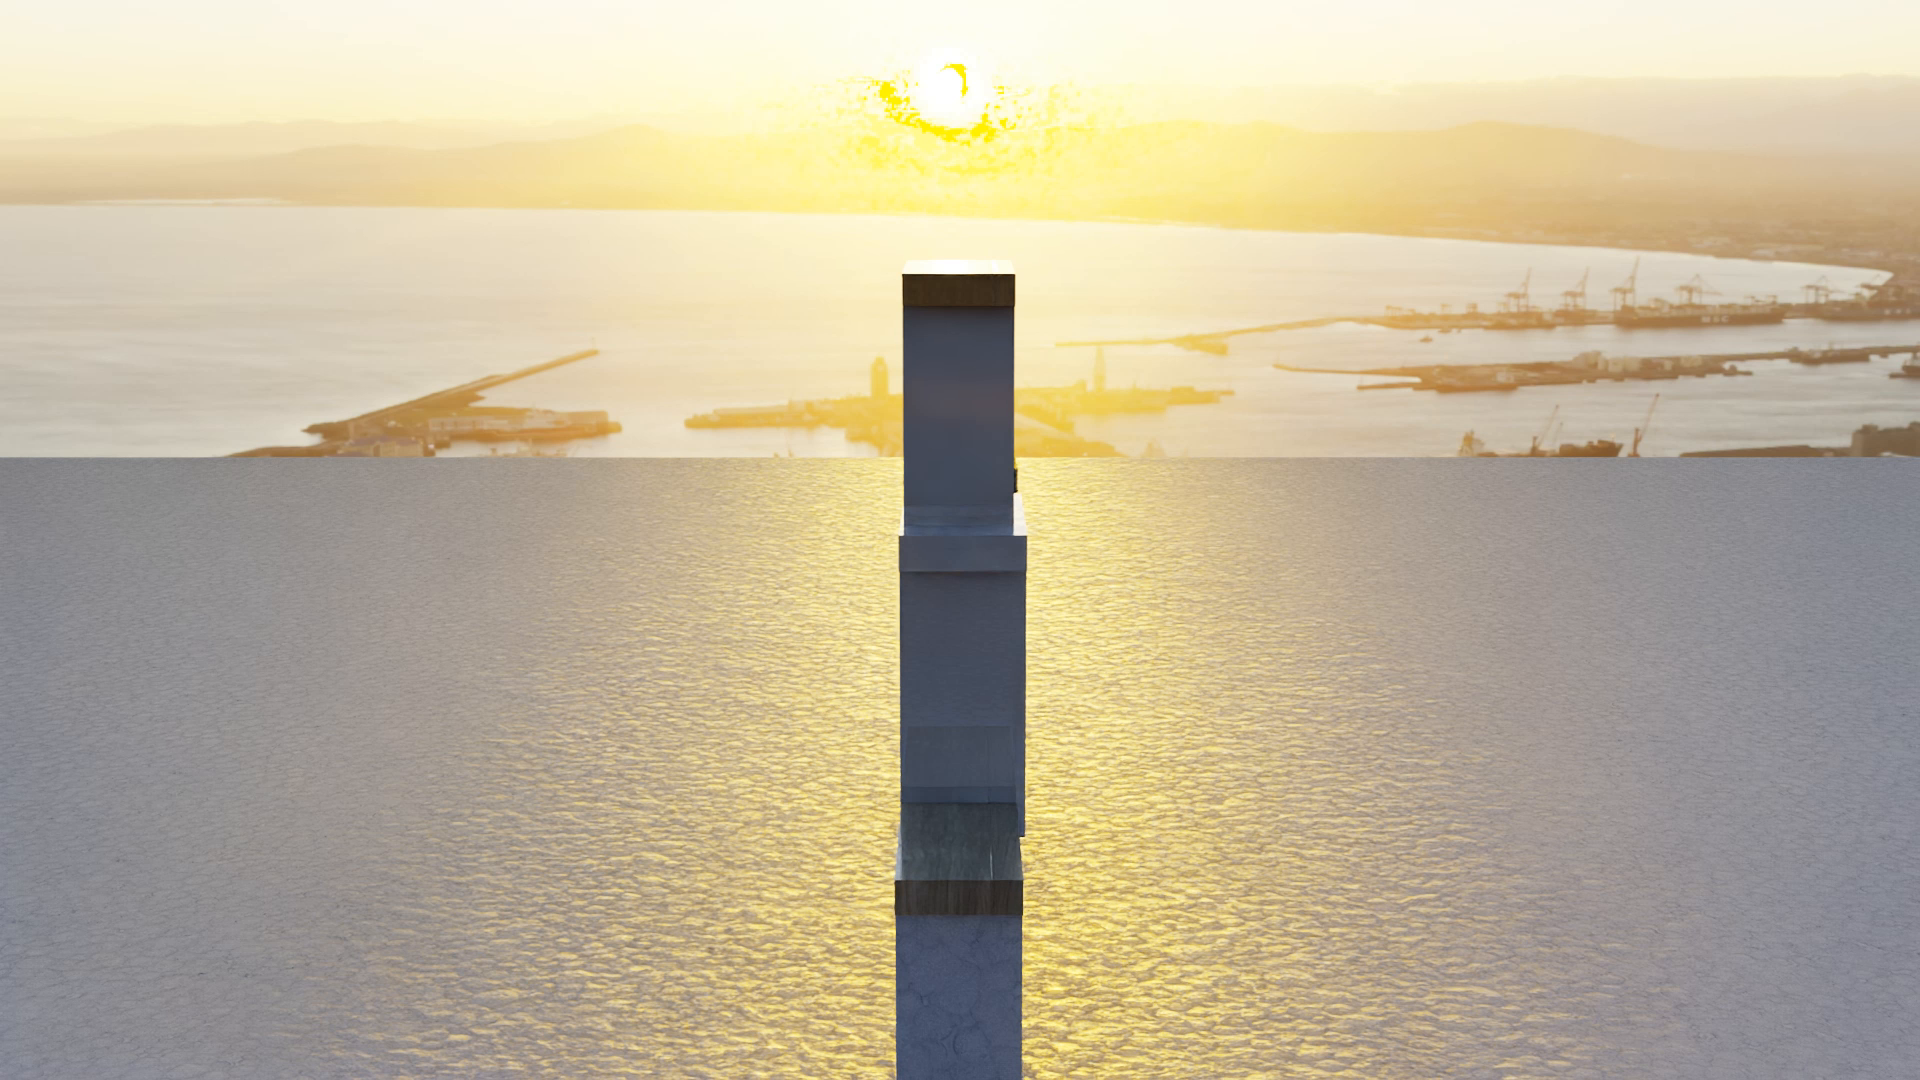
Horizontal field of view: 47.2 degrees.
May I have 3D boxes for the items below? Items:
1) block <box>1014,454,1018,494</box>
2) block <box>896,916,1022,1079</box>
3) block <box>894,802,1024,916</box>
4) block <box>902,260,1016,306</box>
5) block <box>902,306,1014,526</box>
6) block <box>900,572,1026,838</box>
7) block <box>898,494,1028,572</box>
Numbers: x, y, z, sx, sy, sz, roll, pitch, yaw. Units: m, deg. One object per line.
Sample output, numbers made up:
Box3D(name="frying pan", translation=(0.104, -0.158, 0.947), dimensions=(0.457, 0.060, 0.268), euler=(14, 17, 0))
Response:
Box3D(name="block", translation=(0.001, -0.119, 3.624), dimensions=(0.177, 0.050, 0.354), euler=(0, 11, 0))
Box3D(name="block", translation=(-0.001, 0.601, 2.754), dimensions=(0.157, 0.313, 0.044), euler=(0, 11, 0))
Box3D(name="block", translation=(-0.001, 0.406, 2.824), dimensions=(0.157, 0.044, 0.313), euler=(0, 11, 0))
Box3D(name="block", translation=(-0.002, -0.357, 3.045), dimensions=(0.150, 0.042, 0.300), euler=(0, 11, 0))
Box3D(name="block", translation=(-0.002, -0.171, 2.978), dimensions=(0.150, 0.300, 0.042), euler=(0, 11, 0))
Box3D(name="block", translation=(0.004, 0.218, 3.011), dimensions=(0.171, 0.380, 0.049), euler=(0, 11, 0))
Box3D(name="block", translation=(0.004, -0.014, 3.085), dimensions=(0.171, 0.049, 0.343), euler=(0, 11, 0))
